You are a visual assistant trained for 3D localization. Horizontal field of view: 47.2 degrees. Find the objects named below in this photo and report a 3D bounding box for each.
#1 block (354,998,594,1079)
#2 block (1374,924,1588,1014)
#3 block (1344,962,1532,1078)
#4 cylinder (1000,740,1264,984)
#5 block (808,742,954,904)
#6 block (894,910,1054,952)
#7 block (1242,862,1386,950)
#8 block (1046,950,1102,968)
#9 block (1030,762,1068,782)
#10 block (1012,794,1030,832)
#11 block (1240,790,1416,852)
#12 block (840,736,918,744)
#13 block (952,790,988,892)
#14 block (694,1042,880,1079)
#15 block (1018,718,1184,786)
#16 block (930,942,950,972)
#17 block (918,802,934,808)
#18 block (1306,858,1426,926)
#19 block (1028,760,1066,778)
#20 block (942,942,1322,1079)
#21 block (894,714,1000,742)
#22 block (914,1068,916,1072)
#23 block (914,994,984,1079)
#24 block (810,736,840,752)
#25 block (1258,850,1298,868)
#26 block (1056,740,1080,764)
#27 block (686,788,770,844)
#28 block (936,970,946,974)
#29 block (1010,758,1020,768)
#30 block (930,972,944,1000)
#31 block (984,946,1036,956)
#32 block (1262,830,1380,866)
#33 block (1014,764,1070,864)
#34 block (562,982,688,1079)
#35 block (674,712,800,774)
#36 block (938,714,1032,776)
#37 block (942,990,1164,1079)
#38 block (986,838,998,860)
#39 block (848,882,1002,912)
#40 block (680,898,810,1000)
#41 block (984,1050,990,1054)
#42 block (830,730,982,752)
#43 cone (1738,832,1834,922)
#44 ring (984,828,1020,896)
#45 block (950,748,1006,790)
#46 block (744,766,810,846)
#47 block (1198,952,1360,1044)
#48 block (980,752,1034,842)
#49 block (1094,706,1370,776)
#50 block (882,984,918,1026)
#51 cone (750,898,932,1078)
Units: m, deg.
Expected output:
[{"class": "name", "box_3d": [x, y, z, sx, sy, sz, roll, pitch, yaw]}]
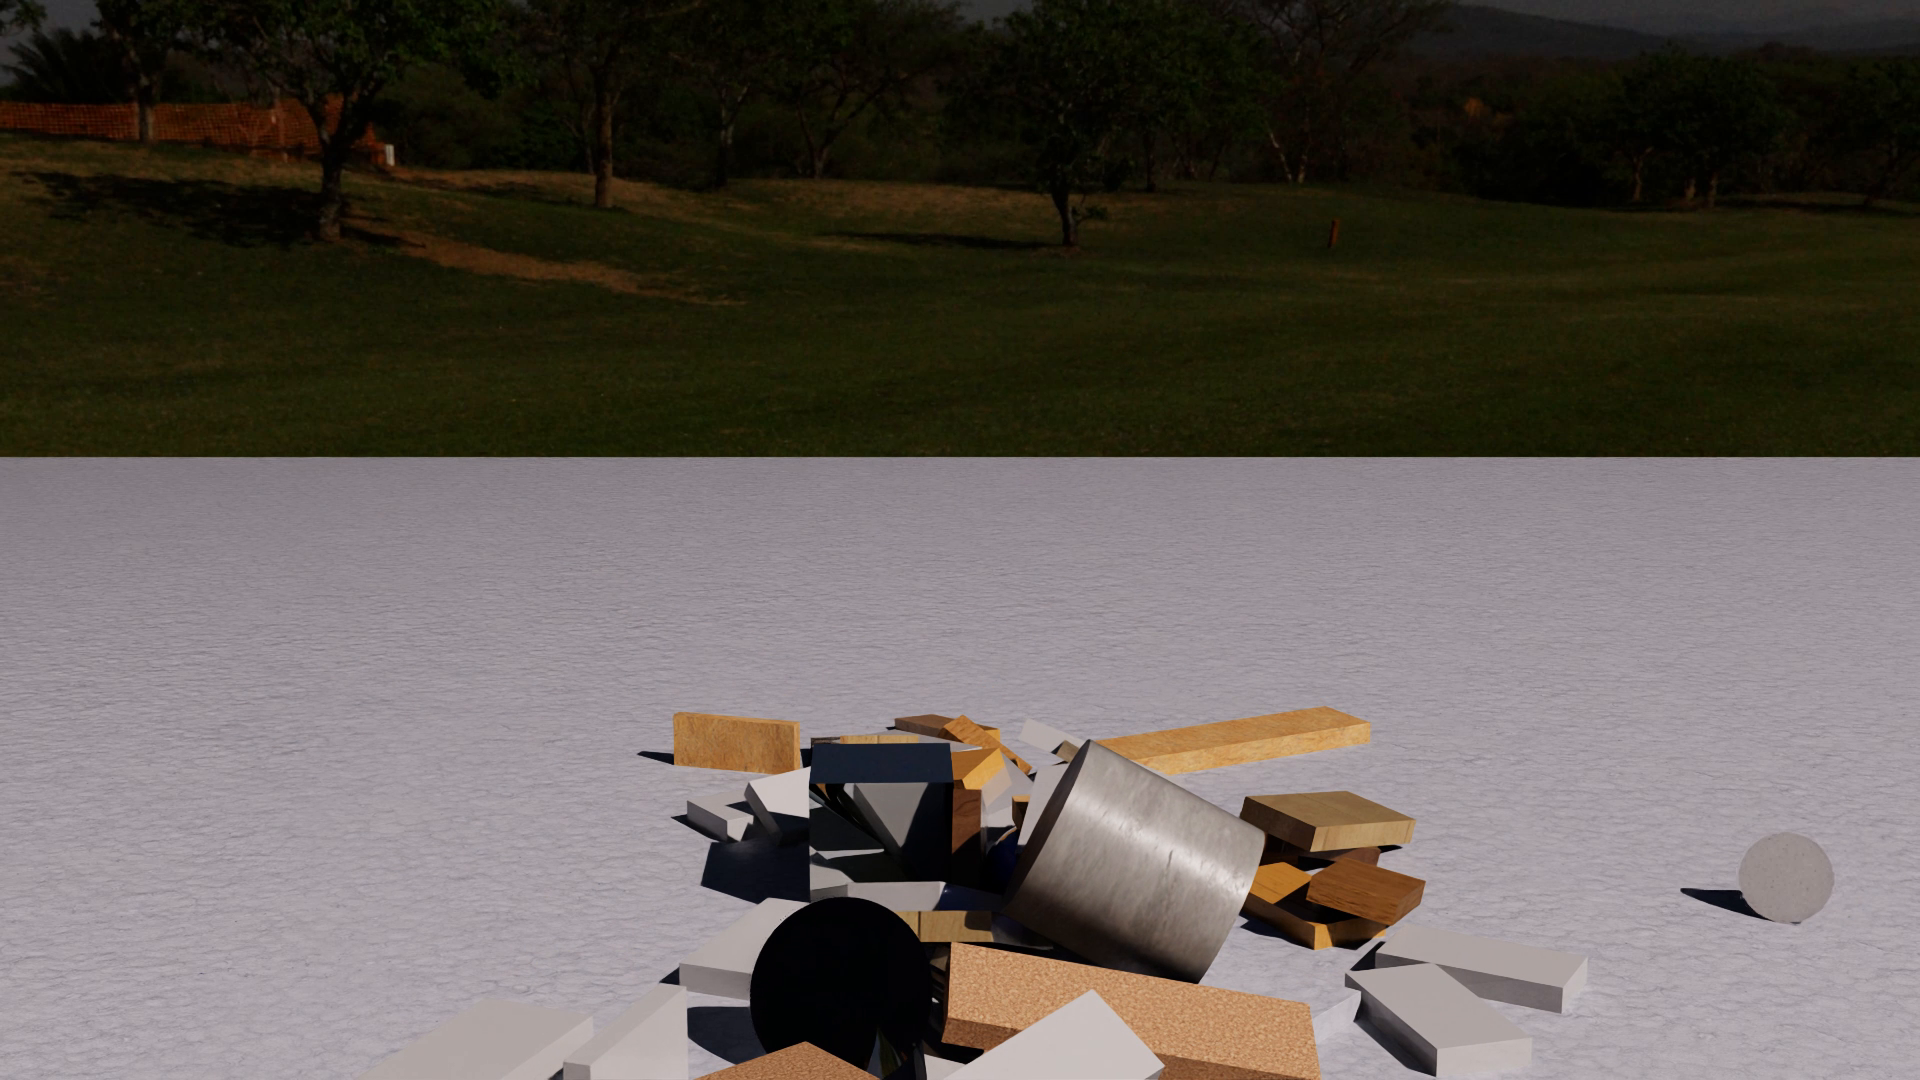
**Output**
[{"class": "block", "box_3d": [-0.654, 0.705, 2.916, 0.174, 0.049, 0.348, 4, 11, 22]}, {"class": "block", "box_3d": [0.780, 0.639, 3.294, 0.281, 0.040, 0.140, 6, 12, 29]}, {"class": "block", "box_3d": [0.670, 0.674, 3.106, 0.142, 0.040, 0.284, -3, 11, -15]}, {"class": "cylinder", "box_3d": [0.242, 0.469, 3.115, 0.277, 0.277, 0.277, 28, 12, 0]}, {"class": "block", "box_3d": [-0.129, 0.479, 3.634, 0.231, 0.231, 0.231, 0, 11, -2]}, {"class": "block", "box_3d": [0.021, 0.576, 3.234, 0.151, 0.043, 0.301, -3, -14, 19]}, {"class": "block", "box_3d": [0.548, 0.590, 3.562, 0.137, 0.039, 0.274, -5, 12, -27]}, {"class": "block", "box_3d": [0.232, 0.653, 3.105, 0.133, 0.038, 0.266, 18, 3, -24]}, {"class": "block", "box_3d": [0.118, 0.460, 3.911, 0.218, 0.031, 0.109, -22, 12, -12]}, {"class": "block", "box_3d": [0.177, 0.471, 3.522, 0.142, 0.040, 0.284, -2, 13, -8]}, {"class": "block", "box_3d": [0.643, 0.488, 3.833, 0.307, 0.043, 0.153, 4, 12, -46]}, {"class": "block", "box_3d": [-0.139, 0.438, 3.840, 0.133, 0.266, 0.038, 0, 47, -2]}, {"class": "block", "box_3d": [0.016, 0.490, 3.481, 0.043, 0.152, 0.303, 1, -14, 3]}, {"class": "block", "box_3d": [-0.181, 0.682, 2.614, 0.171, 0.048, 0.342, -13, 8, -29]}, {"class": "block", "box_3d": [0.258, 0.406, 4.043, 0.303, 0.043, 0.152, 22, -5, 5]}, {"class": "block", "box_3d": [0.073, 0.632, 3.088, 0.221, 0.031, 0.110, 20, -6, 42]}, {"class": "block", "box_3d": [-0.027, 0.484, 4.171, 0.176, 0.025, 0.088, 8, 13, 36]}, {"class": "block", "box_3d": [0.652, 0.560, 3.515, 0.137, 0.039, 0.274, 15, 4, 20]}, {"class": "block", "box_3d": [0.167, 0.470, 4.011, 0.140, 0.040, 0.281, -21, 8, -6]}, {"class": "block", "box_3d": [0.225, 0.638, 2.910, 0.494, 0.043, 0.152, 11, 28, -4]}, {"class": "block", "box_3d": [-0.029, 0.390, 4.530, 0.088, 0.025, 0.347, -5, 3, -23]}, {"class": "block", "box_3d": [-0.034, 0.700, 3.029, 0.059, 0.017, 0.117, 0, 11, -1]}, {"class": "block", "box_3d": [0.006, 0.699, 2.889, 0.125, 0.035, 0.426, 16, 9, -7]}, {"class": "block", "box_3d": [-0.242, 0.437, 4.413, 0.104, 0.029, 0.207, -1, 11, -7]}, {"class": "block", "box_3d": [0.467, 0.544, 3.833, 0.218, 0.031, 0.109, -2, 11, -9]}, {"class": "block", "box_3d": [0.276, 0.424, 3.905, 0.222, 0.031, 0.111, 30, -2, 6]}, {"class": "block", "box_3d": [-0.333, 0.494, 4.067, 0.304, 0.043, 0.152, -7, 13, -34]}, {"class": "block", "box_3d": [0.011, 0.644, 3.221, 0.117, 0.017, 0.059, -4, 9, -17]}, {"class": "block", "box_3d": [0.031, 0.454, 4.136, 0.103, 0.029, 0.207, -7, 8, 21]}, {"class": "block", "box_3d": [0.013, 0.638, 3.062, 0.074, 0.021, 0.148, 15, 2, -38]}, {"class": "block", "box_3d": [0.049, 0.620, 3.278, 0.074, 0.021, 0.148, 6, -14, -22]}, {"class": "block", "box_3d": [0.605, 0.520, 3.820, 0.222, 0.031, 0.111, 10, 9, -16]}, {"class": "block", "box_3d": [0.170, 0.428, 3.430, 0.129, 0.036, 0.257, -9, 23, 15]}, {"class": "block", "box_3d": [-0.425, 0.681, 2.816, 0.038, 0.133, 0.266, 4, 11, 18]}, {"class": "block", "box_3d": [-0.445, 0.406, 4.378, 0.259, 0.103, 0.029, 3, 11, 17]}, {"class": "block", "box_3d": [0.049, 0.414, 4.302, 0.175, 0.025, 0.088, 36, 25, 16]}, {"class": "block", "box_3d": [0.111, 0.675, 2.734, 0.275, 0.039, 0.137, -21, 54, -39]}, {"class": "block", "box_3d": [-0.007, 0.537, 3.870, 0.222, 0.031, 0.109, -6, 12, -31]}, {"class": "block", "box_3d": [-0.036, 0.558, 3.354, 0.151, 0.043, 0.301, -5, -15, 24]}, {"class": "block", "box_3d": [-0.291, 0.625, 3.365, 0.151, 0.043, 0.301, 4, 11, 21]}, {"class": "block", "box_3d": [0.090, 0.691, 2.869, 0.125, 0.035, 0.250, 18, 9, 5]}, {"class": "block", "box_3d": [-0.105, 0.415, 4.242, 0.152, 0.043, 0.304, -7, 6, -34]}, {"class": "cone", "box_3d": [1.369, 0.568, 3.609, 0.147, 0.147, 0.147, 7, -14, 33]}, {"class": "ring", "box_3d": [0.229, 0.543, 3.579, 0.384, 0.128, 0.384, -1, 11, 0]}, {"class": "block", "box_3d": [-0.060, 0.428, 3.955, 0.257, 0.036, 0.129, -10, 15, 36]}, {"class": "block", "box_3d": [-0.250, 0.472, 4.007, 0.257, 0.036, 0.129, -10, 47, -36]}, {"class": "block", "box_3d": [0.419, 0.659, 3.188, 0.284, 0.040, 0.142, 9, 14, 39]}, {"class": "block", "box_3d": [0.044, 0.454, 3.874, 0.153, 0.043, 0.312, -22, 12, -9]}, {"class": "block", "box_3d": [0.556, 0.414, 4.499, 0.593, 0.043, 0.152, -6, 12, -28]}, {"class": "block", "box_3d": [-0.063, 0.673, 3.175, 0.059, 0.017, 0.117, -5, 12, -24]}, {"class": "cone", "box_3d": [-0.131, 0.643, 3.069, 0.256, 0.256, 0.256, 3, -16, 15]}]
